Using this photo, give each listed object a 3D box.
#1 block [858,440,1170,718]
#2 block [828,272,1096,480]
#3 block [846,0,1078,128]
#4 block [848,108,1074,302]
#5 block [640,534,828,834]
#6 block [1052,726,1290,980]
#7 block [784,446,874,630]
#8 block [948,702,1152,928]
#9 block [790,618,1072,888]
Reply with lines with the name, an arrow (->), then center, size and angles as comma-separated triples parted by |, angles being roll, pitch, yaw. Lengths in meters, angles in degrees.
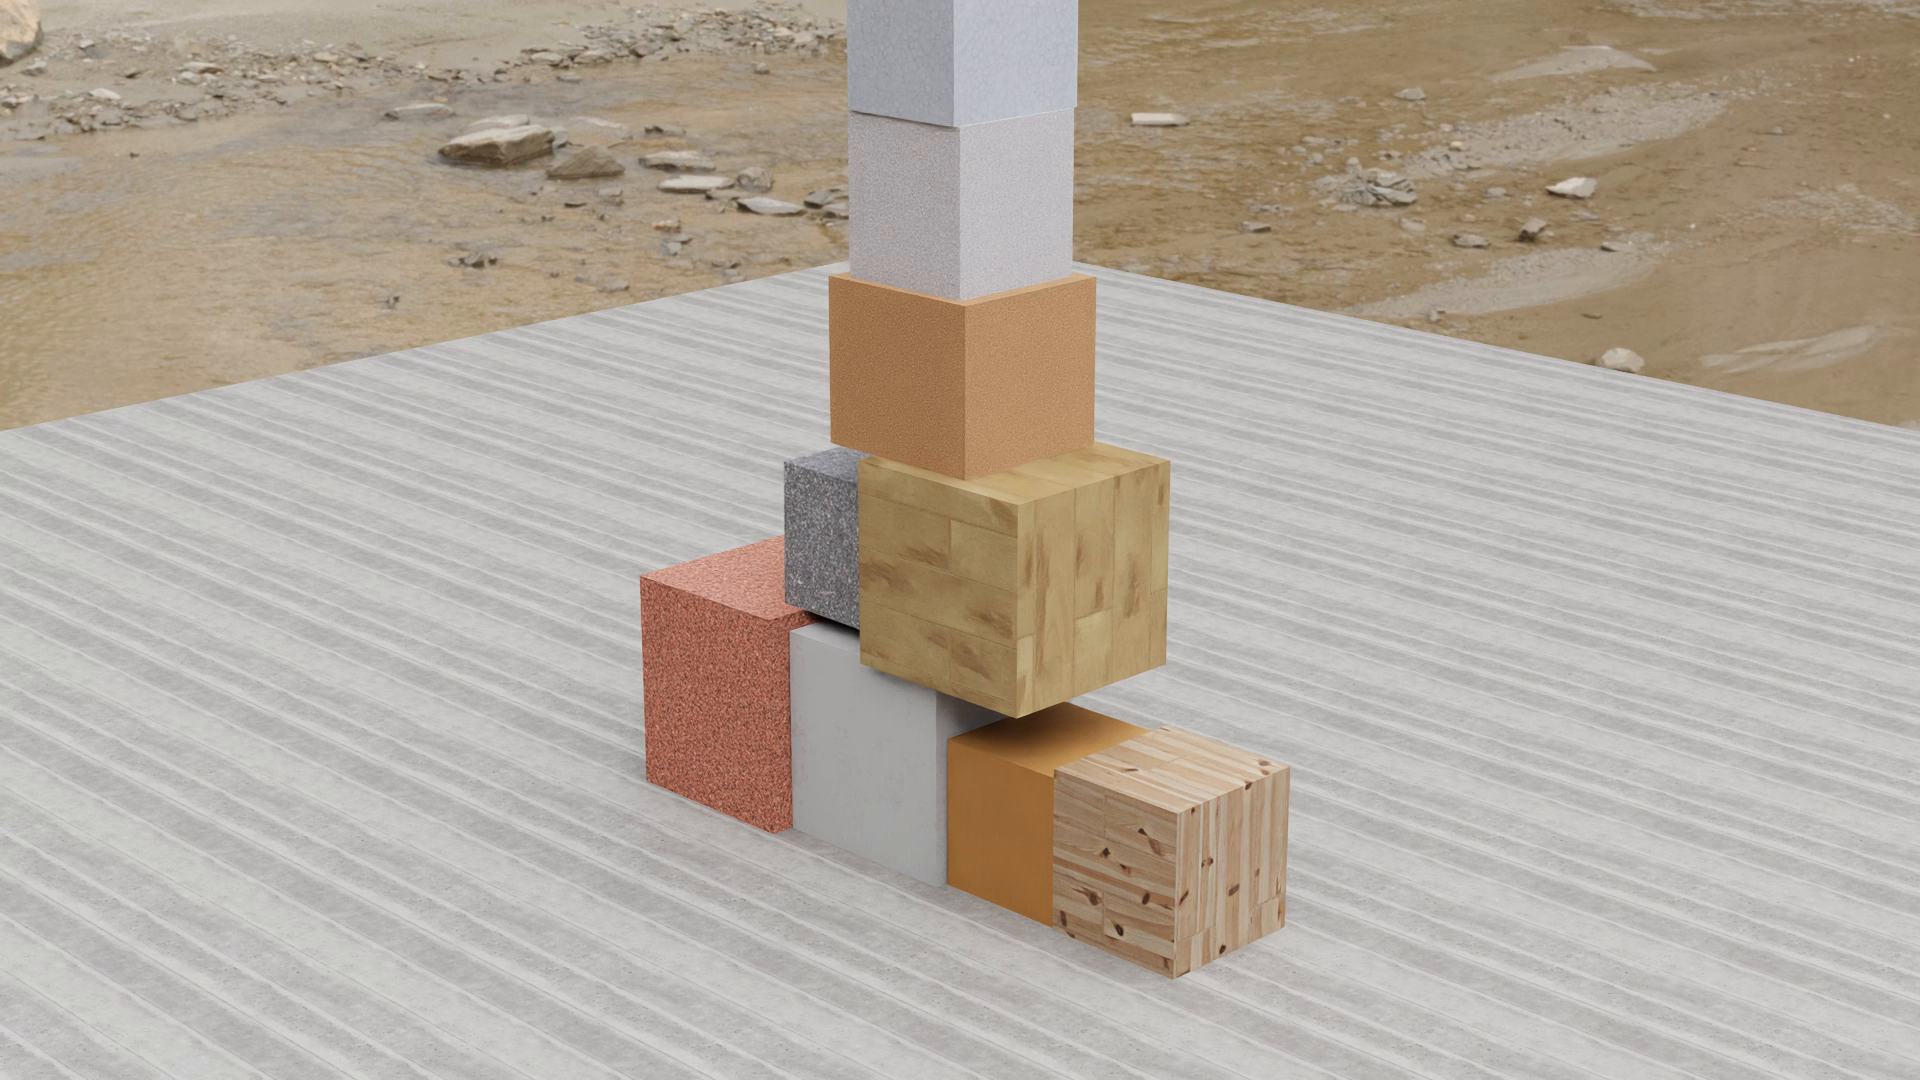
block -> 0.240, 0.103, 13.103 | 0.972, 0.957, 0.981 | -17, 24, -42
block -> 0.010, -0.801, 13.101 | 0.823, 0.769, 0.856 | -17, 24, -42
block -> 0.012, -2.223, 12.656 | 0.758, 0.720, 0.652 | -17, 24, -42
block -> 0.004, -1.522, 12.868 | 0.701, 0.745, 0.691 | -17, 24, -42
block -> -0.844, 0.670, 14.423 | 1.065, 1.073, 0.946 | -17, 24, -42
block -> 0.918, 1.346, 12.793 | 0.745, 0.760, 0.704 | -17, 24, -42
block -> -0.353, -0.023, 13.692 | 0.631, 0.694, 0.695 | -17, 25, -42
block -> 0.432, 1.224, 13.269 | 0.723, 0.709, 0.658 | -17, 24, -42
block -> -0.138, 0.908, 13.798 | 0.889, 0.995, 0.975 | -17, 24, -42
